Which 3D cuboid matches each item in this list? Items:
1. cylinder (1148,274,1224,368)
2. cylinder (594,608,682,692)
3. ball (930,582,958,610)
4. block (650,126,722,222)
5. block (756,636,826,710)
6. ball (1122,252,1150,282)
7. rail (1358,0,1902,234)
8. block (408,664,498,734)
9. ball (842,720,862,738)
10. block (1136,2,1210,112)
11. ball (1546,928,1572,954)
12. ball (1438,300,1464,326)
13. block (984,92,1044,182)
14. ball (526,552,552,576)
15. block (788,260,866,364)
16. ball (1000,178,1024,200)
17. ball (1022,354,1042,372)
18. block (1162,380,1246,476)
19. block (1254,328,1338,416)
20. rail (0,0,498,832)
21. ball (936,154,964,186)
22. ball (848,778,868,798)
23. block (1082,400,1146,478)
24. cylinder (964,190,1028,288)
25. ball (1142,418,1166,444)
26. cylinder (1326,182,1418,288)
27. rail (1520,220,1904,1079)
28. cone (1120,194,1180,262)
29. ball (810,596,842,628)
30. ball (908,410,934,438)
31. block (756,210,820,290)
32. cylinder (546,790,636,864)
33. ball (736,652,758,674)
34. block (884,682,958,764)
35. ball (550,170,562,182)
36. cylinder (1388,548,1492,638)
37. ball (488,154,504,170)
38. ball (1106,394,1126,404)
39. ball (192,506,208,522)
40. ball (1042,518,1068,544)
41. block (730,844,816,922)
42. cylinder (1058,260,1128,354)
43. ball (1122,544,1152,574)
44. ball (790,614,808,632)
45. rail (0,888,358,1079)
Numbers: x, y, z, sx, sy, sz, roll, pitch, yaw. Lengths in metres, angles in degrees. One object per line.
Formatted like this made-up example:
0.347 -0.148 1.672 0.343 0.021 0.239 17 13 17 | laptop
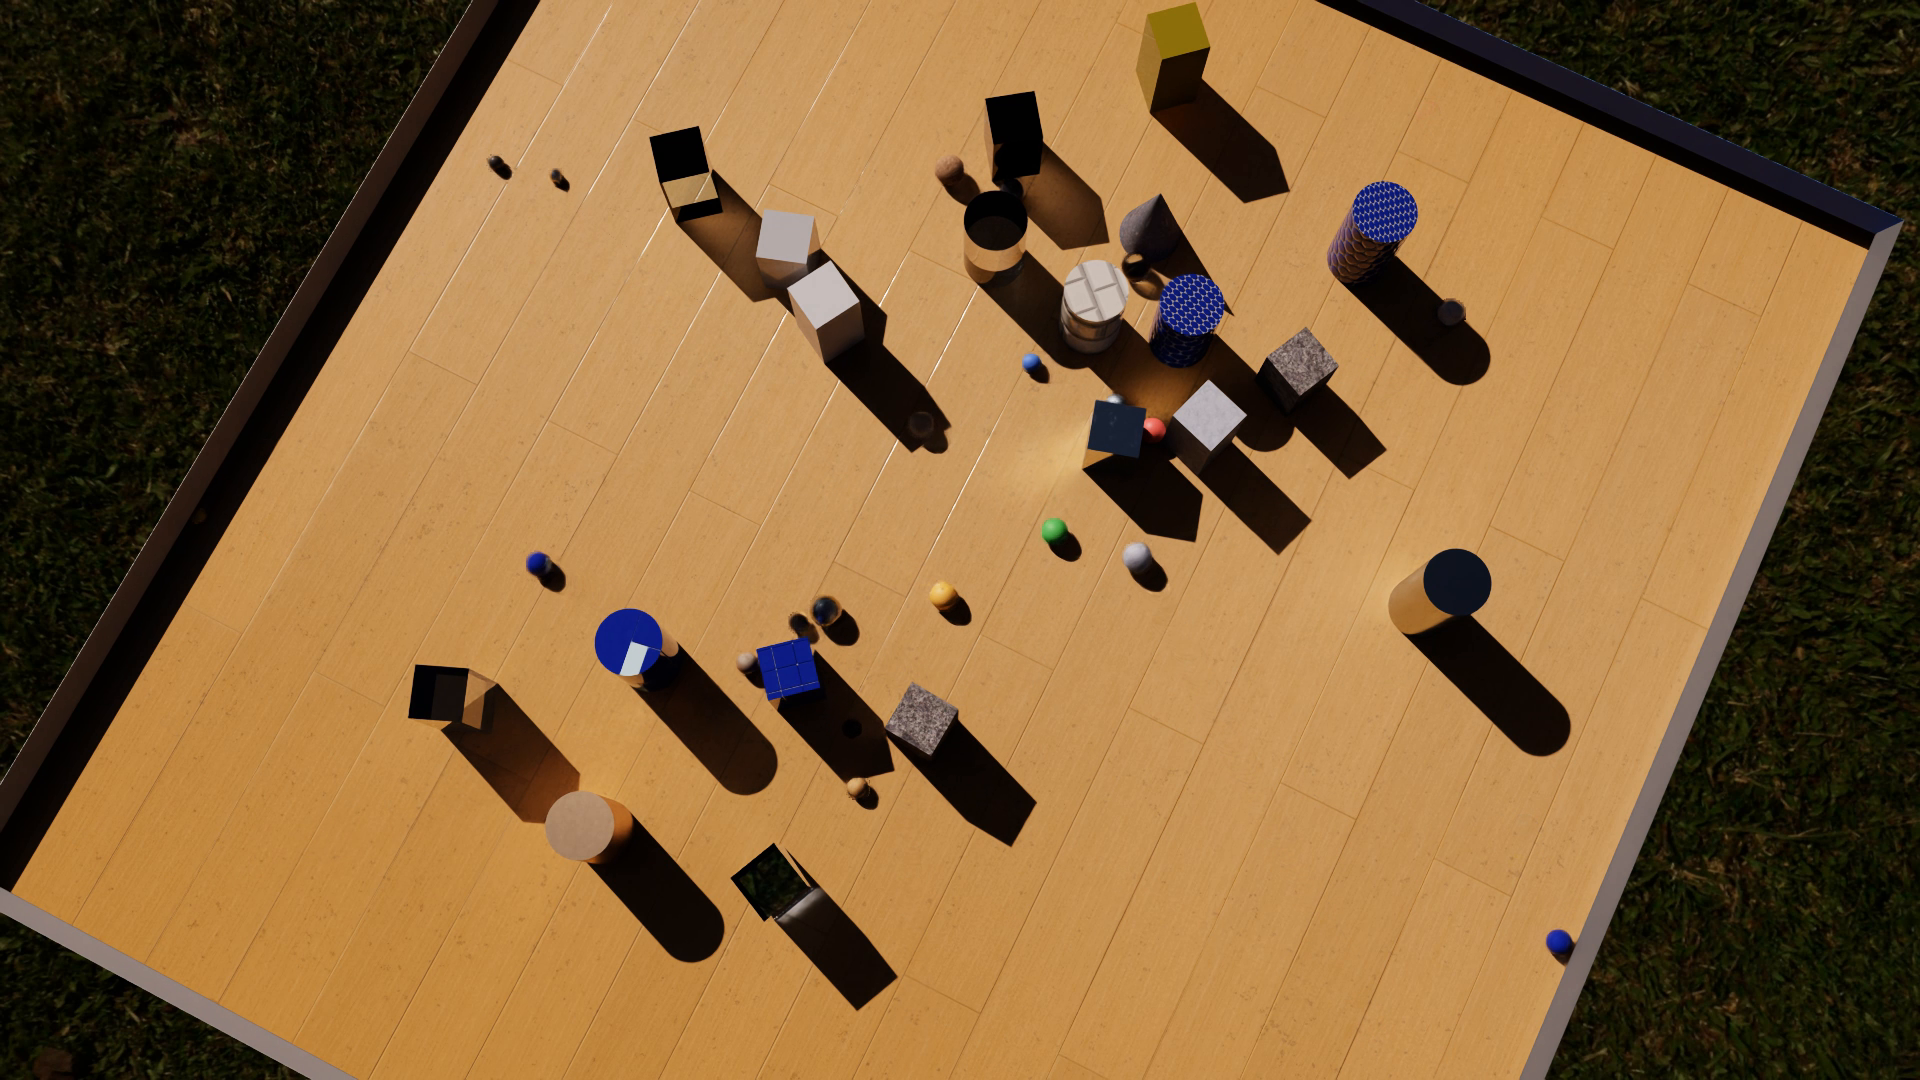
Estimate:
0.687 -0.664 5.586 0.193 0.328 0.193 0 78 0 | cylinder
-0.936 0.326 5.358 0.193 0.375 0.193 0 78 0 | cylinder
-0.050 0.169 5.539 0.083 0.083 0.083 0 78 0 | ball
-0.847 -1.130 5.686 0.154 0.321 0.154 -13 79 -3 | block
-0.495 0.396 5.400 0.154 0.264 0.154 -14 79 -3 | block
0.552 -0.857 5.747 0.092 0.092 0.092 0 78 0 | ball
0.980 -1.913 5.947 4.350 0.125 0.045 26 80 5 | rail
-1.476 0.467 5.351 0.154 0.331 0.154 4 78 1 | block
-0.321 0.564 5.470 0.058 0.058 0.058 0 78 0 | ball
0.663 -1.506 5.736 0.154 0.376 0.154 -15 79 -3 | block
1.745 1.169 5.337 0.074 0.074 0.074 0 78 0 | ball
1.532 -0.710 5.724 0.078 0.078 0.078 0 78 0 | ball
0.165 -1.261 5.733 0.154 0.282 0.154 -9 78 -2 | block
-1.276 0.075 5.563 0.075 0.075 0.075 0 78 0 | ball
-0.404 -0.689 5.582 0.154 0.347 0.154 -34 80 -7 | block
0.164 -1.107 5.807 0.075 0.075 0.075 0 78 0 | ball
0.224 -0.551 5.701 0.057 0.057 0.057 0 78 0 | ball
0.734 -0.335 5.530 0.154 0.305 0.154 44 82 8 | block
1.026 -0.511 5.599 0.154 0.241 0.154 -37 81 -7 | block
-1.924 -0.936 5.745 0.045 0.125 4.431 26 80 5 | rail
-0.032 -1.173 5.811 0.094 0.094 0.094 0 78 0 | ball
-0.303 0.734 5.433 0.062 0.062 0.062 0 78 0 | ball
0.465 -0.305 5.553 0.154 0.248 0.154 10 78 2 | block
0.107 -0.923 5.641 0.193 0.326 0.193 0 78 0 | cylinder
0.593 -0.337 5.645 0.080 0.080 0.080 0 78 0 | ball
1.257 -0.931 5.610 0.193 0.391 0.193 0 78 0 | cylinder
1.924 0.949 5.355 0.045 0.125 4.431 26 80 5 | rail
0.602 -1.006 5.653 0.193 0.336 0.193 0 78 0 | cone
-0.404 0.214 5.523 0.096 0.096 0.096 0 78 0 | ball
-0.119 -0.357 5.649 0.081 0.081 0.081 0 78 0 | ball
-0.528 -0.889 5.662 0.154 0.271 0.154 8 78 2 | block
-1.058 0.830 5.269 0.193 0.345 0.193 0 78 0 | cylinder
-0.638 0.372 5.506 0.067 0.067 0.067 0 78 0 | ball
-0.110 0.538 5.353 0.154 0.298 0.154 30 80 6 | block
-1.286 -1.159 5.836 0.040 0.040 0.040 0 78 0 | ball
1.398 0.162 5.363 0.193 0.432 0.193 0 78 0 | cylinder
-1.480 -1.204 5.842 0.047 0.047 0.047 0 78 0 | ball
0.481 -0.420 5.670 0.065 0.065 0.065 0 78 0 | ball
-2.328 -0.078 5.609 0.047 0.047 0.047 0 78 0 | ball
0.288 -0.026 5.580 0.082 0.082 0.082 0 78 0 | ball
-0.532 0.984 5.254 0.154 0.311 0.154 -39 81 -7 | block
0.405 -0.707 5.595 0.193 0.328 0.193 0 78 0 | cylinder
0.539 0.056 5.559 0.091 0.091 0.091 0 78 0 | ball
-0.487 0.251 5.535 0.059 0.059 0.059 0 78 0 | ball
-0.980 1.927 5.153 4.350 0.125 0.045 26 80 5 | rail
